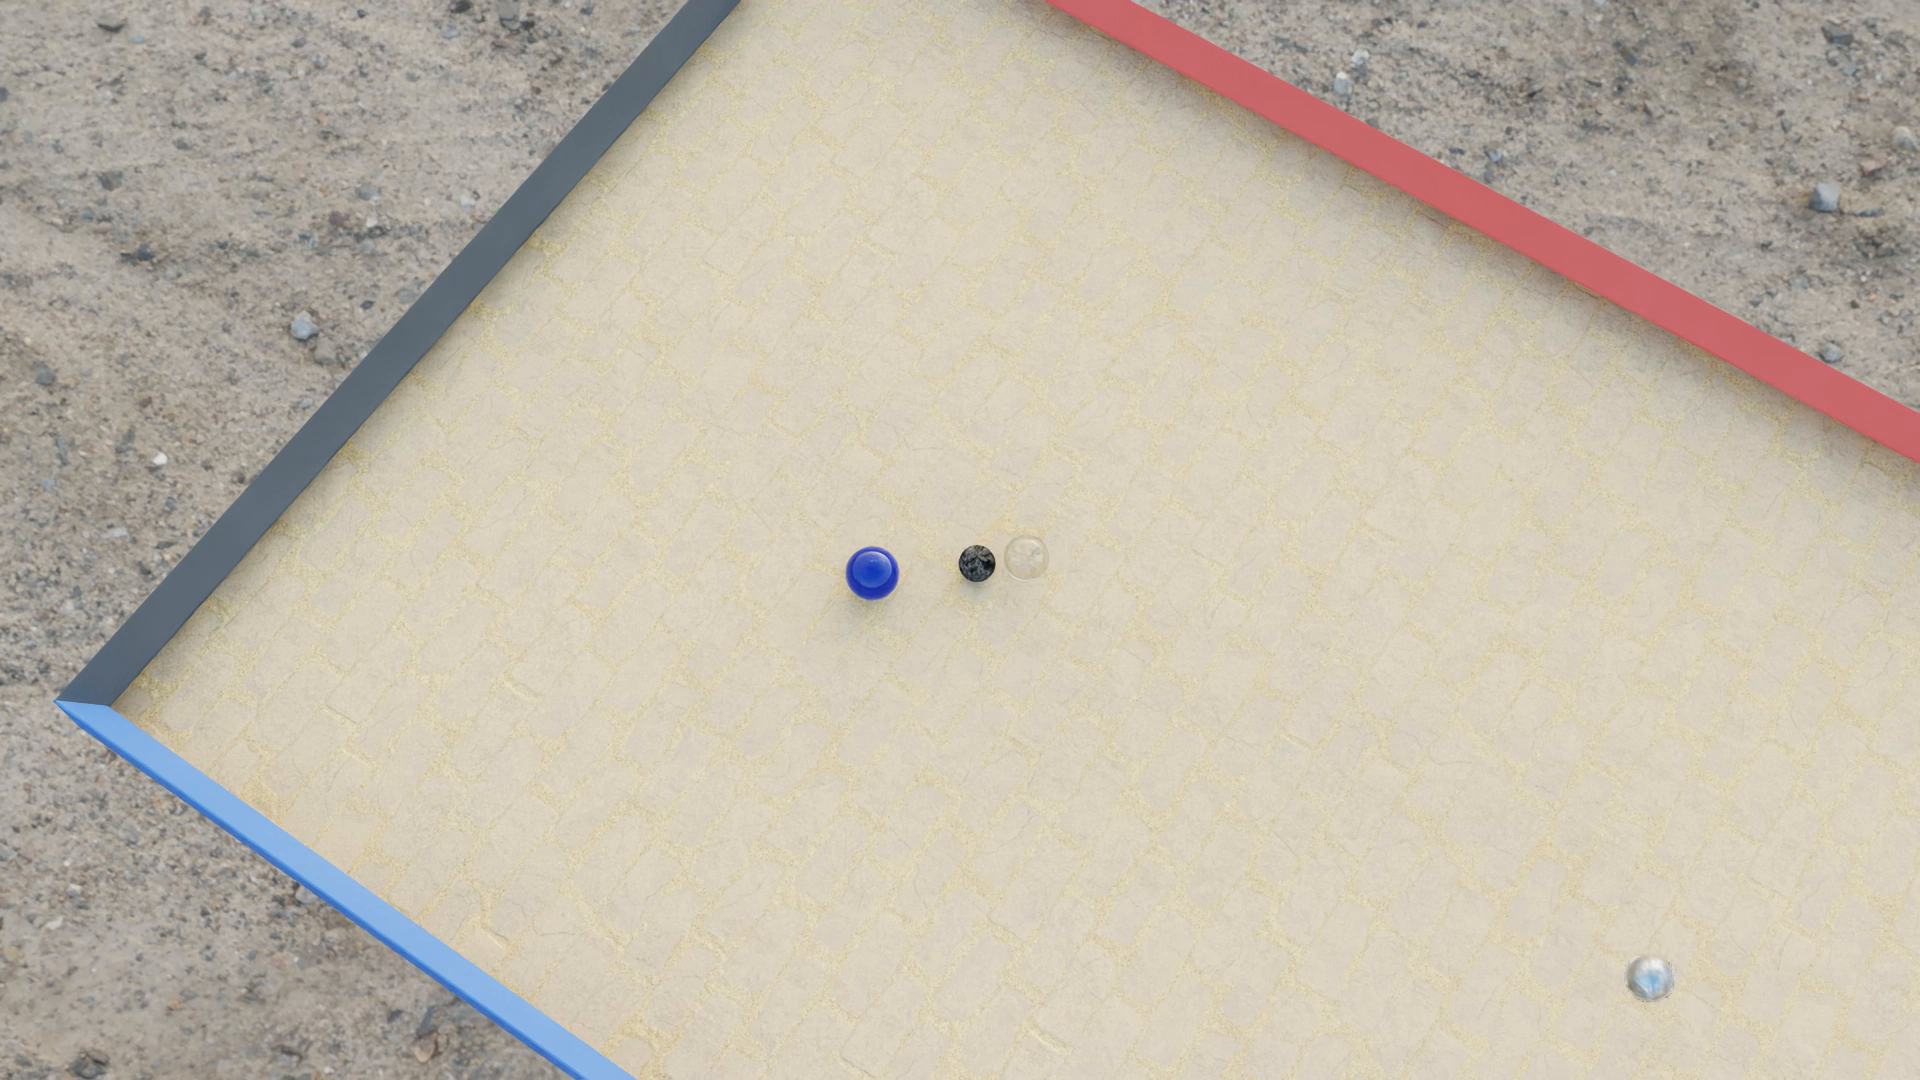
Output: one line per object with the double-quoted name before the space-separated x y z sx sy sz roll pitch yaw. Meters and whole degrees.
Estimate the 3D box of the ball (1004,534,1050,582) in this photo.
"ball" 0.108 0.029 3.563 0.076 0.076 0.076 0 65 0

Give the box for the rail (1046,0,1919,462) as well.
"rail" 1.379 -0.272 3.683 3.933 0.115 0.045 31 68 14

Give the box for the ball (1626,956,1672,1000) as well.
"ball" 1.026 0.651 3.273 0.066 0.066 0.066 0 65 0

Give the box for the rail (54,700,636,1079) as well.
"rail" 0.255 1.243 2.964 3.933 0.115 0.045 31 68 14

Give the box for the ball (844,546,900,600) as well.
"ball" -0.141 0.054 3.544 0.089 0.089 0.089 0 65 0

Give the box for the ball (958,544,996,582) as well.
"ball" 0.028 0.038 3.567 0.060 0.060 0.060 0 65 0

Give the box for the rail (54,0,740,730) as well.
"rail" -0.797 -0.492 3.787 0.045 0.115 2.066 31 68 14
